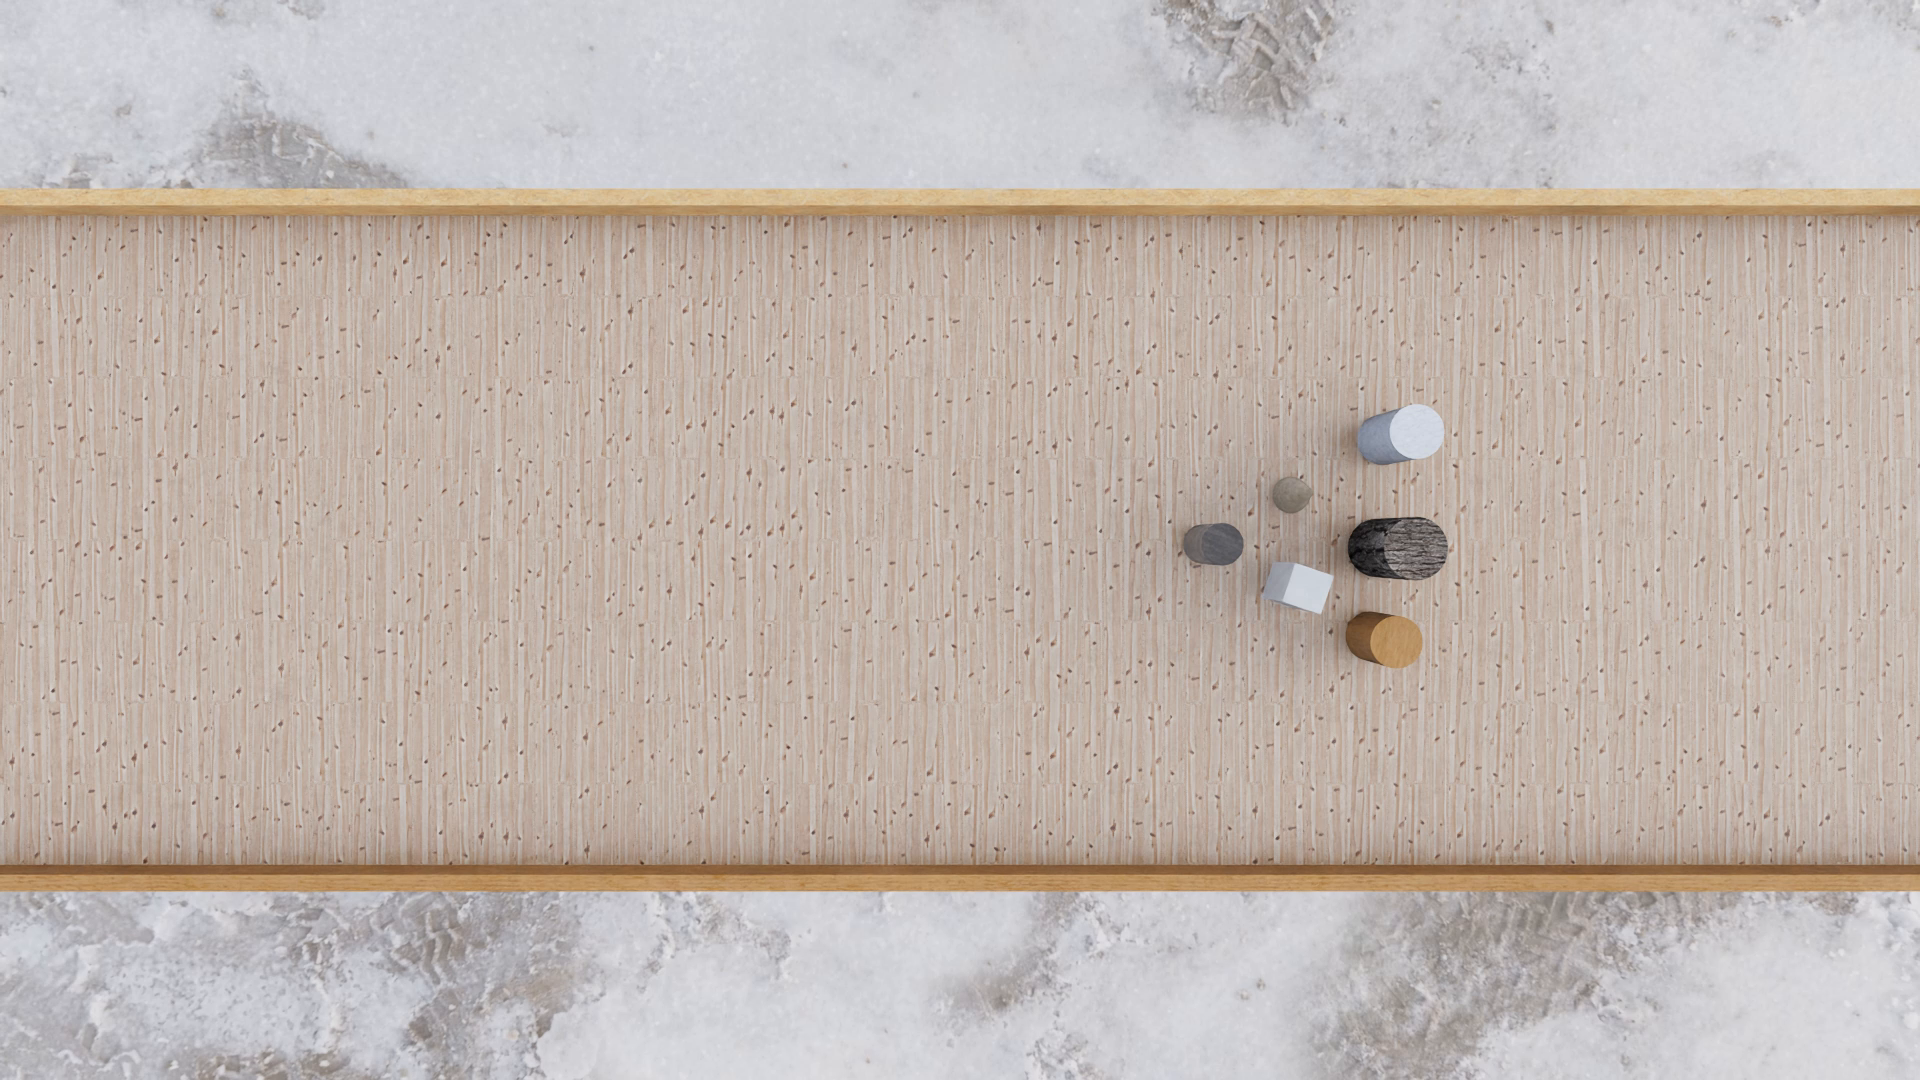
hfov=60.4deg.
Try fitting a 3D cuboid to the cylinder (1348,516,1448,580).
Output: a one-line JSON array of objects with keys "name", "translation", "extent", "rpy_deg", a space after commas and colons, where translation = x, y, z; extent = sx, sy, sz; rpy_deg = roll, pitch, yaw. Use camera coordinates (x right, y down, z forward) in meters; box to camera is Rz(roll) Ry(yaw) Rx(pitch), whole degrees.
[{"name": "cylinder", "translation": [1.284, 0.024, 4.858], "extent": [0.180, 0.436, 0.180], "rpy_deg": [0, 90, 0]}]

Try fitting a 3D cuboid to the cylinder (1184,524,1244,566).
[{"name": "cylinder", "translation": [0.748, 0.012, 4.888], "extent": [0.122, 0.376, 0.122], "rpy_deg": [0, 90, 0]}]

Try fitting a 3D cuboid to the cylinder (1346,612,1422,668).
[{"name": "cylinder", "translation": [1.262, 0.296, 4.922], "extent": [0.152, 0.309, 0.152], "rpy_deg": [0, 90, 0]}]

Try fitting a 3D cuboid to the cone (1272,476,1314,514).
[{"name": "cone", "translation": [1.019, -0.139, 4.908], "extent": [0.113, 0.336, 0.113], "rpy_deg": [0, 90, 0]}]

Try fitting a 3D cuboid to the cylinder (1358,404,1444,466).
[{"name": "cylinder", "translation": [1.300, -0.309, 4.884], "extent": [0.156, 0.384, 0.156], "rpy_deg": [0, 90, 0]}]

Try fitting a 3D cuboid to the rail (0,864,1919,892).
[{"name": "rail", "translation": [-2.247, 1.025, 5.001], "extent": [12.000, 0.150, 0.050], "rpy_deg": [0, 90, 0]}]

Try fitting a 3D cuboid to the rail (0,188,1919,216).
[{"name": "rail", "translation": [-2.247, -1.025, 5.002], "extent": [12.000, 0.150, 0.050], "rpy_deg": [0, 90, 0]}]

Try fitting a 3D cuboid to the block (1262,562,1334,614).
[{"name": "block", "translation": [1.002, 0.140, 4.911], "extent": [0.117, 0.332, 0.117], "rpy_deg": [19, 90, 0]}]
